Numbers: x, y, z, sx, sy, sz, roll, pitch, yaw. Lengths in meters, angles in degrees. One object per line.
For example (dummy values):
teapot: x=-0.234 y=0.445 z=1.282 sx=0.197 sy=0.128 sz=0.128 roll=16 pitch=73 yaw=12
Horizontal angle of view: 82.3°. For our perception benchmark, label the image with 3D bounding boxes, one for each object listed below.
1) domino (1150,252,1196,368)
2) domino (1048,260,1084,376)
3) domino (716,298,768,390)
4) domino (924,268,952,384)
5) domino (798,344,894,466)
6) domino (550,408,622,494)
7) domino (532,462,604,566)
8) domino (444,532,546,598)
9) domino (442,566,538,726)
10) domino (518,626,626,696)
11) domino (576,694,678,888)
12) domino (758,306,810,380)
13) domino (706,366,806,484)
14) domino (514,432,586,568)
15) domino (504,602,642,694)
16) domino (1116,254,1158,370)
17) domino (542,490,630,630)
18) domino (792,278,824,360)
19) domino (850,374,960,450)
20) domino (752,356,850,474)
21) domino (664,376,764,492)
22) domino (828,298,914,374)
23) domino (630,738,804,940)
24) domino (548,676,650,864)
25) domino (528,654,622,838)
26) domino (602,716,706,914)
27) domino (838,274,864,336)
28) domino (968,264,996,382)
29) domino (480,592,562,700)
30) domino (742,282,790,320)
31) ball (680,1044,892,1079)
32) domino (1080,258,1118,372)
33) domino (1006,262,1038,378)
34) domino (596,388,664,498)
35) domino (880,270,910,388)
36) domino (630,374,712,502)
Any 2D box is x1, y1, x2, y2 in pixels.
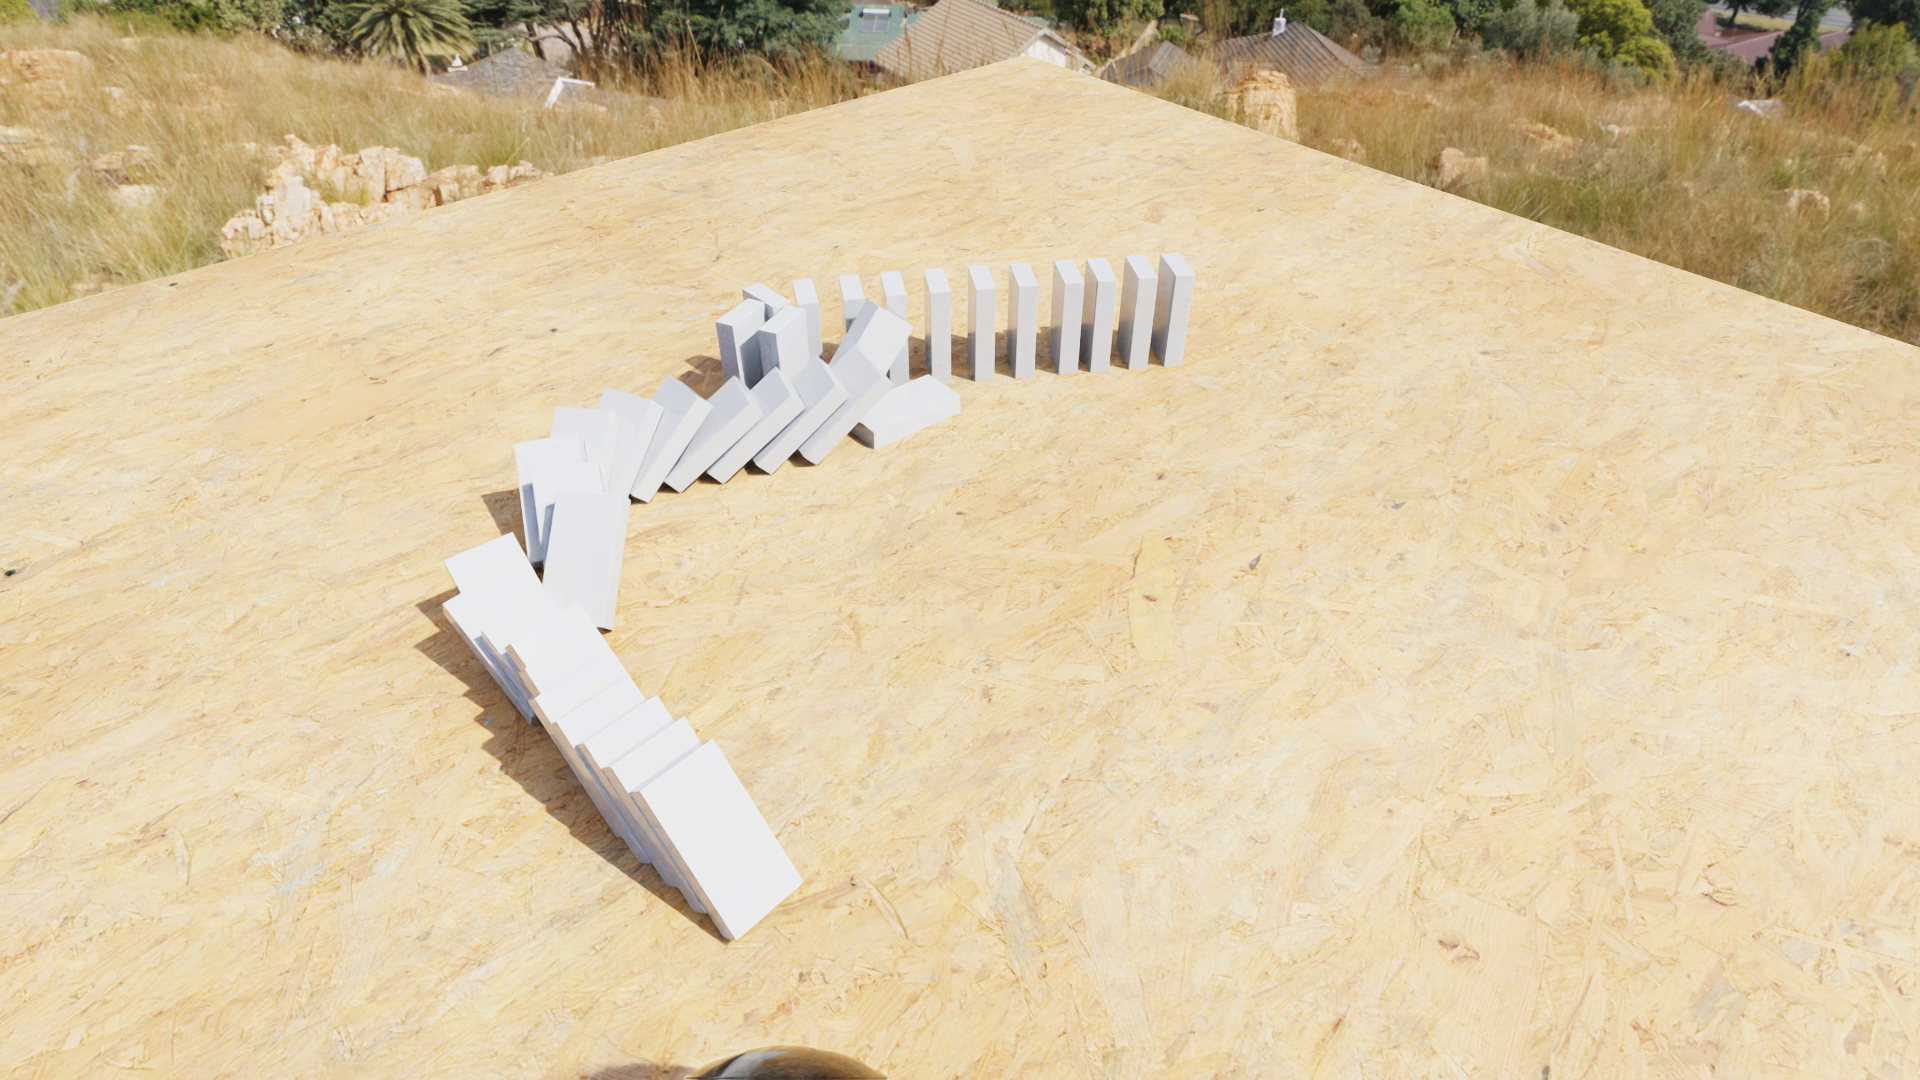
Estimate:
domino: x=0.106 y=-0.115 z=0.552 sx=0.009 sy=0.050 sz=0.025 roll=-6 pitch=40 yaw=-7
domino: x=0.053 y=-0.110 z=0.546 sx=0.010 sy=0.050 sz=0.025 roll=-5 pitch=40 yaw=-6
domino: x=-0.099 y=-0.084 z=0.514 sx=0.009 sy=0.050 sz=0.025 roll=18 pitch=43 yaw=21
domino: x=-0.011 y=-0.104 z=0.539 sx=0.010 sy=0.050 sz=0.025 roll=-6 pitch=40 yaw=-7
domino: x=-0.055 y=-0.060 z=0.491 sx=0.050 sy=0.010 sz=0.025 roll=-45 pitch=57 yaw=8
domino: x=-0.158 y=-0.029 z=0.455 sx=0.025 sy=0.009 sz=0.050 roll=4 pitch=78 yaw=11
domino: x=-0.149 y=-0.004 z=0.427 sx=0.025 sy=0.010 sz=0.050 roll=-10 pitch=76 yaw=-12
domino: x=-0.161 y=0.025 z=0.394 sx=0.025 sy=0.010 sz=0.050 roll=-27 pitch=77 yaw=-28
domino: x=-0.152 y=0.036 z=0.380 sx=0.025 sy=0.009 sz=0.050 roll=-36 pitch=81 yaw=-33
domino: x=-0.114 y=0.056 z=0.349 sx=0.025 sy=0.050 sz=0.010 roll=-35 pitch=8 yaw=-35
domino: x=-0.088 y=0.074 z=0.326 sx=0.025 sy=0.050 sz=0.009 roll=-35 pitch=8 yaw=-35
domino: x=-0.080 y=-0.080 z=0.509 sx=0.009 sy=0.050 sz=0.025 roll=16 pitch=42 yaw=18
domino: x=-0.092 y=-0.050 z=0.482 sx=0.050 sy=0.010 sz=0.025 roll=-41 pitch=45 yaw=9
domino: x=-0.161 y=-0.016 z=0.440 sx=0.025 sy=0.010 sz=0.050 roll=-11 pitch=76 yaw=-6
domino: x=-0.122 y=0.048 z=0.358 sx=0.025 sy=0.050 sz=0.010 roll=-37 pitch=7 yaw=-35
domino: x=0.088 y=-0.114 z=0.550 sx=0.010 sy=0.050 sz=0.025 roll=-5 pitch=40 yaw=-6
domino: x=-0.140 y=0.007 z=0.411 sx=0.025 sy=0.010 sz=0.050 roll=4 pitch=79 yaw=4
domino: x=-0.073 y=-0.097 z=0.530 sx=0.010 sy=0.050 sz=0.025 roll=-8 pitch=40 yaw=-10
domino: x=-0.027 y=-0.061 z=0.518 sx=0.050 sy=0.010 sz=0.025 roll=-27 pitch=46 yaw=-29
domino: x=-0.074 y=-0.055 z=0.486 sx=0.050 sy=0.010 sz=0.025 roll=-43 pitch=49 yaw=10
domino: x=-0.110 y=-0.046 z=0.478 sx=0.050 sy=0.009 sz=0.025 roll=-41 pitch=45 yaw=6
domino: x=-0.045 y=-0.084 z=0.511 sx=0.010 sy=0.050 sz=0.025 roll=40 pitch=12 yaw=38
domino: x=-0.069 y=0.085 z=0.313 sx=0.025 sy=0.050 sz=0.010 roll=-35 pitch=8 yaw=-35
domino: x=-0.099 y=0.069 z=0.332 sx=0.025 sy=0.050 sz=0.010 roll=-35 pitch=8 yaw=-35
domino: x=-0.108 y=0.063 z=0.339 sx=0.025 sy=0.050 sz=0.010 roll=-35 pitch=8 yaw=-35
domino: x=-0.079 y=0.080 z=0.320 sx=0.025 sy=0.050 sz=0.009 roll=-35 pitch=8 yaw=-35
domino: x=-0.051 y=-0.100 z=0.534 sx=0.010 sy=0.050 sz=0.025 roll=-7 pitch=40 yaw=-8
domino: x=0.010 y=-0.106 z=0.541 sx=0.009 sy=0.050 sz=0.025 roll=-5 pitch=40 yaw=-7
domino: x=-0.135 y=0.044 z=0.370 sx=0.025 sy=0.009 sz=0.050 roll=-35 pitch=81 yaw=-35
domino: x=-0.090 y=-0.095 z=0.527 sx=0.009 sy=0.050 sz=0.025 roll=-30 pitch=48 yaw=-31
ball: x=-0.036 y=0.142 z=0.214 sx=0.080 sy=0.080 sz=0.080 roll=0 pitch=39 yaw=0
domino: x=0.069 y=-0.112 z=0.548 sx=0.010 sy=0.050 sz=0.025 roll=-5 pitch=40 yaw=-6
domino: x=0.031 y=-0.108 z=0.544 sx=0.010 sy=0.050 sz=0.025 roll=-5 pitch=40 yaw=-6
domino: x=-0.147 y=-0.037 z=0.466 sx=0.025 sy=0.010 sz=0.050 roll=17 pitch=82 yaw=20
domino: x=-0.032 y=-0.102 z=0.536 sx=0.010 sy=0.050 sz=0.025 roll=-6 pitch=40 yaw=-7
domino: x=-0.130 y=-0.044 z=0.473 sx=0.025 sy=0.010 sz=0.050 roll=36 pitch=92 yaw=35
